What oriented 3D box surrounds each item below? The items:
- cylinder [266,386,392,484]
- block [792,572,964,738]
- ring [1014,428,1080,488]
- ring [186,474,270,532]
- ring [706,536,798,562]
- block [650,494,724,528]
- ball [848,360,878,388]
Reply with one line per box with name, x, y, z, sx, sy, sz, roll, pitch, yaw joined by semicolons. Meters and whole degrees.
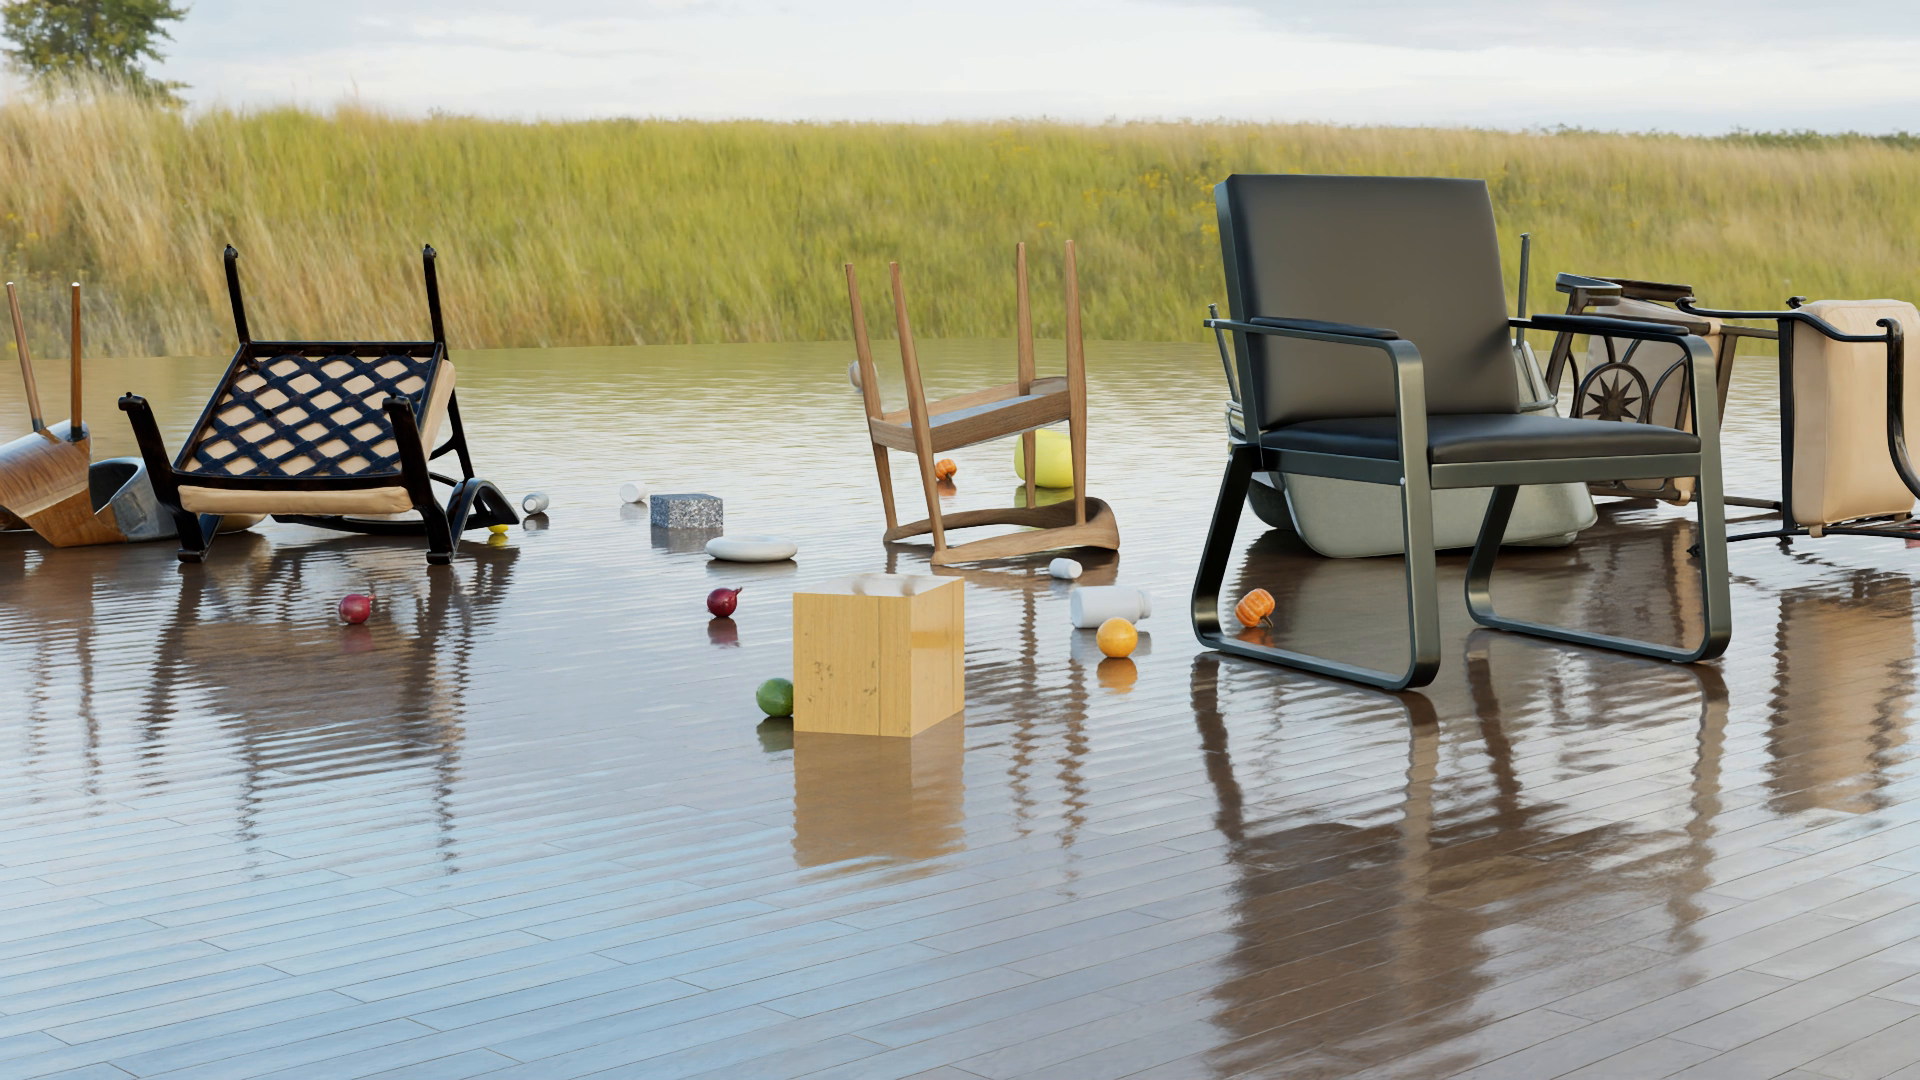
cylinder;-2.016;-0.337;8.193;0.312;0.314;0.273;-4;35;-35
block;-0.117;0.166;3.811;0.179;0.202;0.258;2;6;17
ring;0.278;-0.260;8.161;0.194;0.159;0.465;7;7;-11
ring;-1.886;-0.094;6.610;0.147;0.150;0.435;-11;2;-2
ring;-0.488;0.020;6.002;0.211;0.046;0.230;-4;8;-39
block;-0.726;-0.078;6.809;0.147;0.074;0.196;-2;6;-21
ball;-0.568;-0.970;14.988;0.172;0.172;0.172;0;6;0
